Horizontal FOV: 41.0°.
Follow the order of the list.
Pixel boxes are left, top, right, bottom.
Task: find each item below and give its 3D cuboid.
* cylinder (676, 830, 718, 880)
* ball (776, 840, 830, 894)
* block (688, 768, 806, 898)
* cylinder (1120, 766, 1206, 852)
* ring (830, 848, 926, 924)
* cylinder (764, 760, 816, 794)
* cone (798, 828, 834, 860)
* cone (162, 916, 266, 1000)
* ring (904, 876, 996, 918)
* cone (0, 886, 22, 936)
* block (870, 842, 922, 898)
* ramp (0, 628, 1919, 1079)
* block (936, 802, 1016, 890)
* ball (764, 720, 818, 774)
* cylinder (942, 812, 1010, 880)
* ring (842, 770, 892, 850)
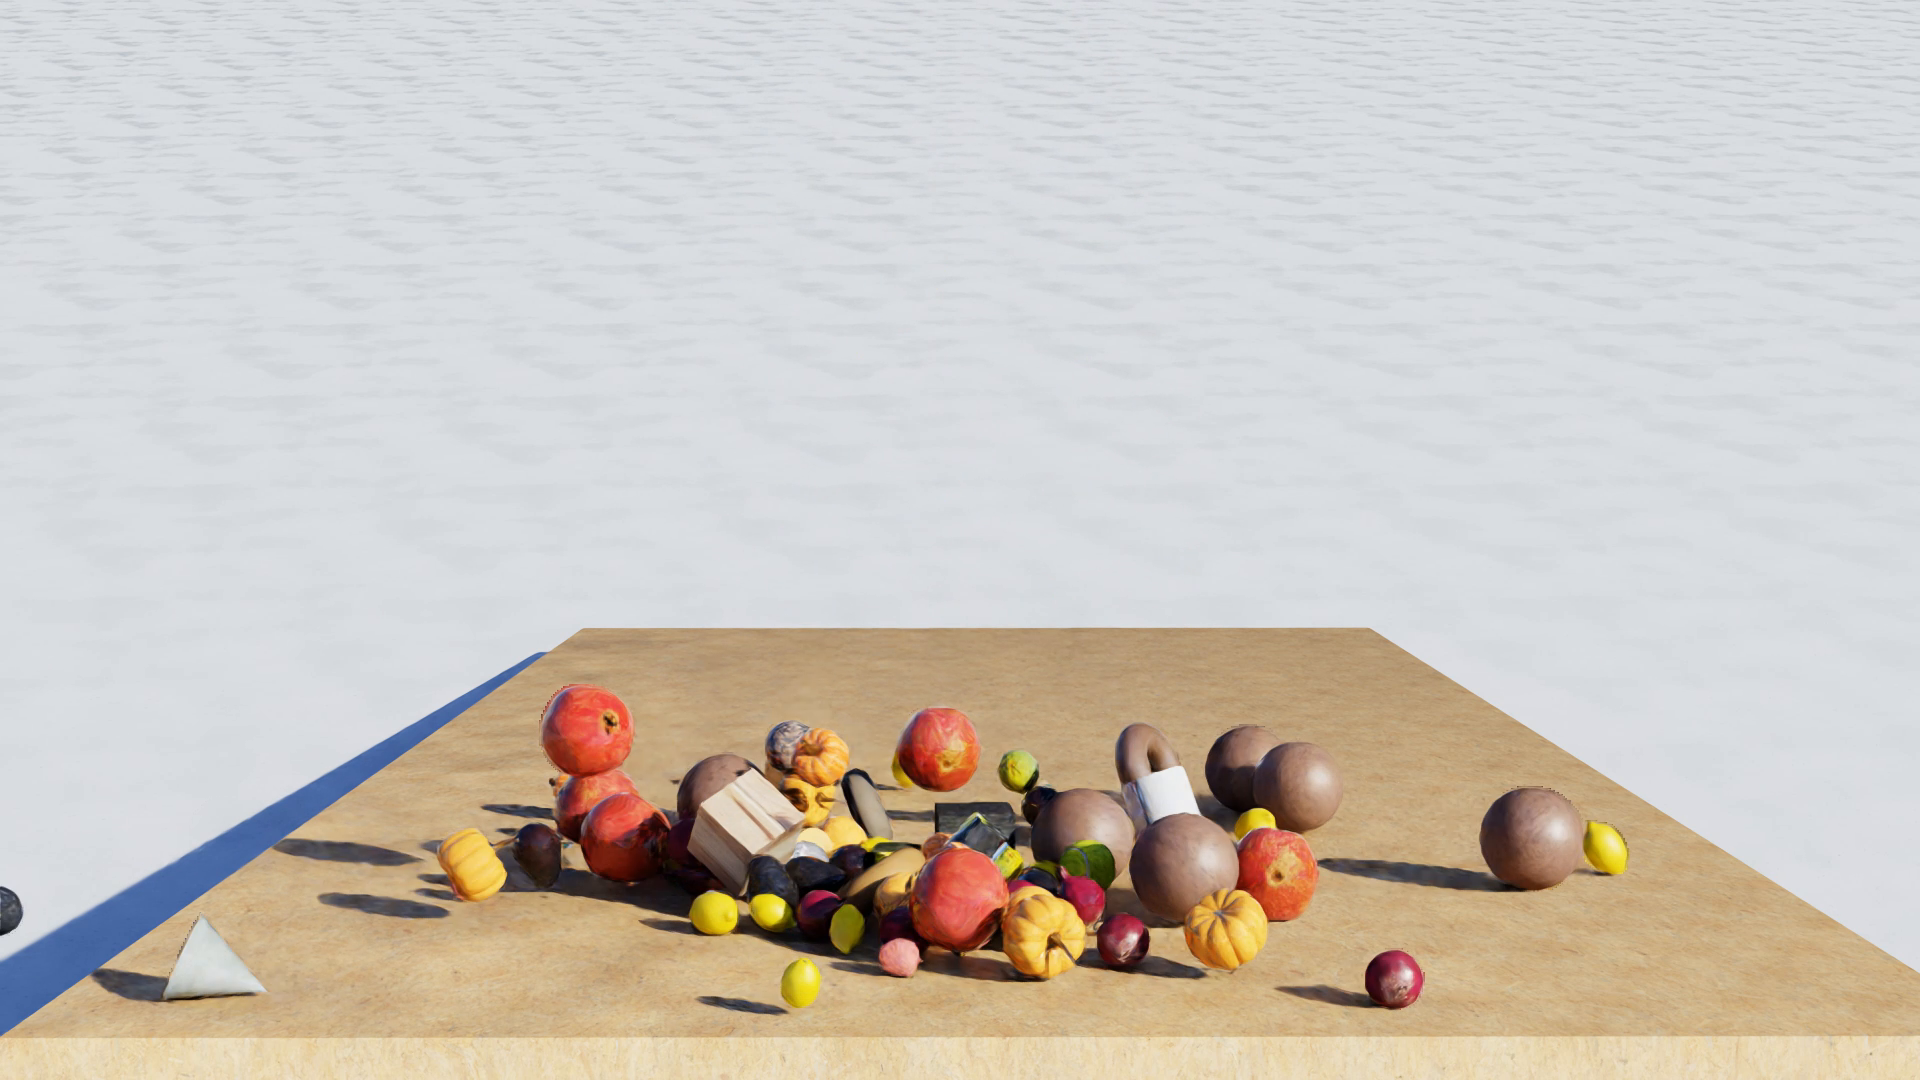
[{"bbox_3d":[-0.326,0.408,3.338,0.060,0.060,0.060,4,17,43],"label":"cylinder"},{"bbox_3d":[-0.197,0.412,3.228,0.067,0.067,0.067,0,19,0],"label":"ball"},{"bbox_3d":[-0.260,0.355,3.115,0.091,0.091,0.091,41,49,19],"label":"block"},{"bbox_3d":[0.273,0.362,3.458,0.090,0.090,0.090,-18,-11,-4],"label":"cylinder"},{"bbox_3d":[-0.097,0.411,3.056,0.130,0.043,0.130,-33,-8,-5],"label":"ring"},{"bbox_3d":[-0.260,0.338,3.949,0.076,0.076,0.076,0,29,0],"label":"cylinder"},{"bbox_3d":[-0.188,0.397,3.293,0.050,0.050,0.050,-1,-11,-3],"label":"cone"},{"bbox_3d":[-0.773,0.457,2.701,0.095,0.095,0.095,25,17,-9],"label":"cone"},{"bbox_3d":[-0.012,0.434,3.122,0.112,0.037,0.112,1,5,0],"label":"ring"},{"bbox_3d":[-1.469,0.574,3.881,0.081,0.081,0.081,-2,11,-7],"label":"cone"},{"bbox_3d":[-0.080,0.416,3.234,0.056,0.056,0.056,1,6,9],"label":"block"},{"bbox_3d":[0.045,0.407,4.538,2.000,0.100,4.000,0,4,0],"label":"ramp"},{"bbox_3d":[0.019,0.393,3.294,0.097,0.097,0.097,0,4,-3],"label":"block"},{"bbox_3d":[-0.239,0.294,3.639,0.077,0.077,0.077,0,19,0],"label":"ball"},{"bbox_3d":[0.020,0.374,3.142,0.060,0.060,0.060,42,1,-1],"label":"cylinder"},{"bbox_3d":[-0.126,0.369,3.484,0.040,0.121,0.121,-22,23,-7],"label":"ring"}]
